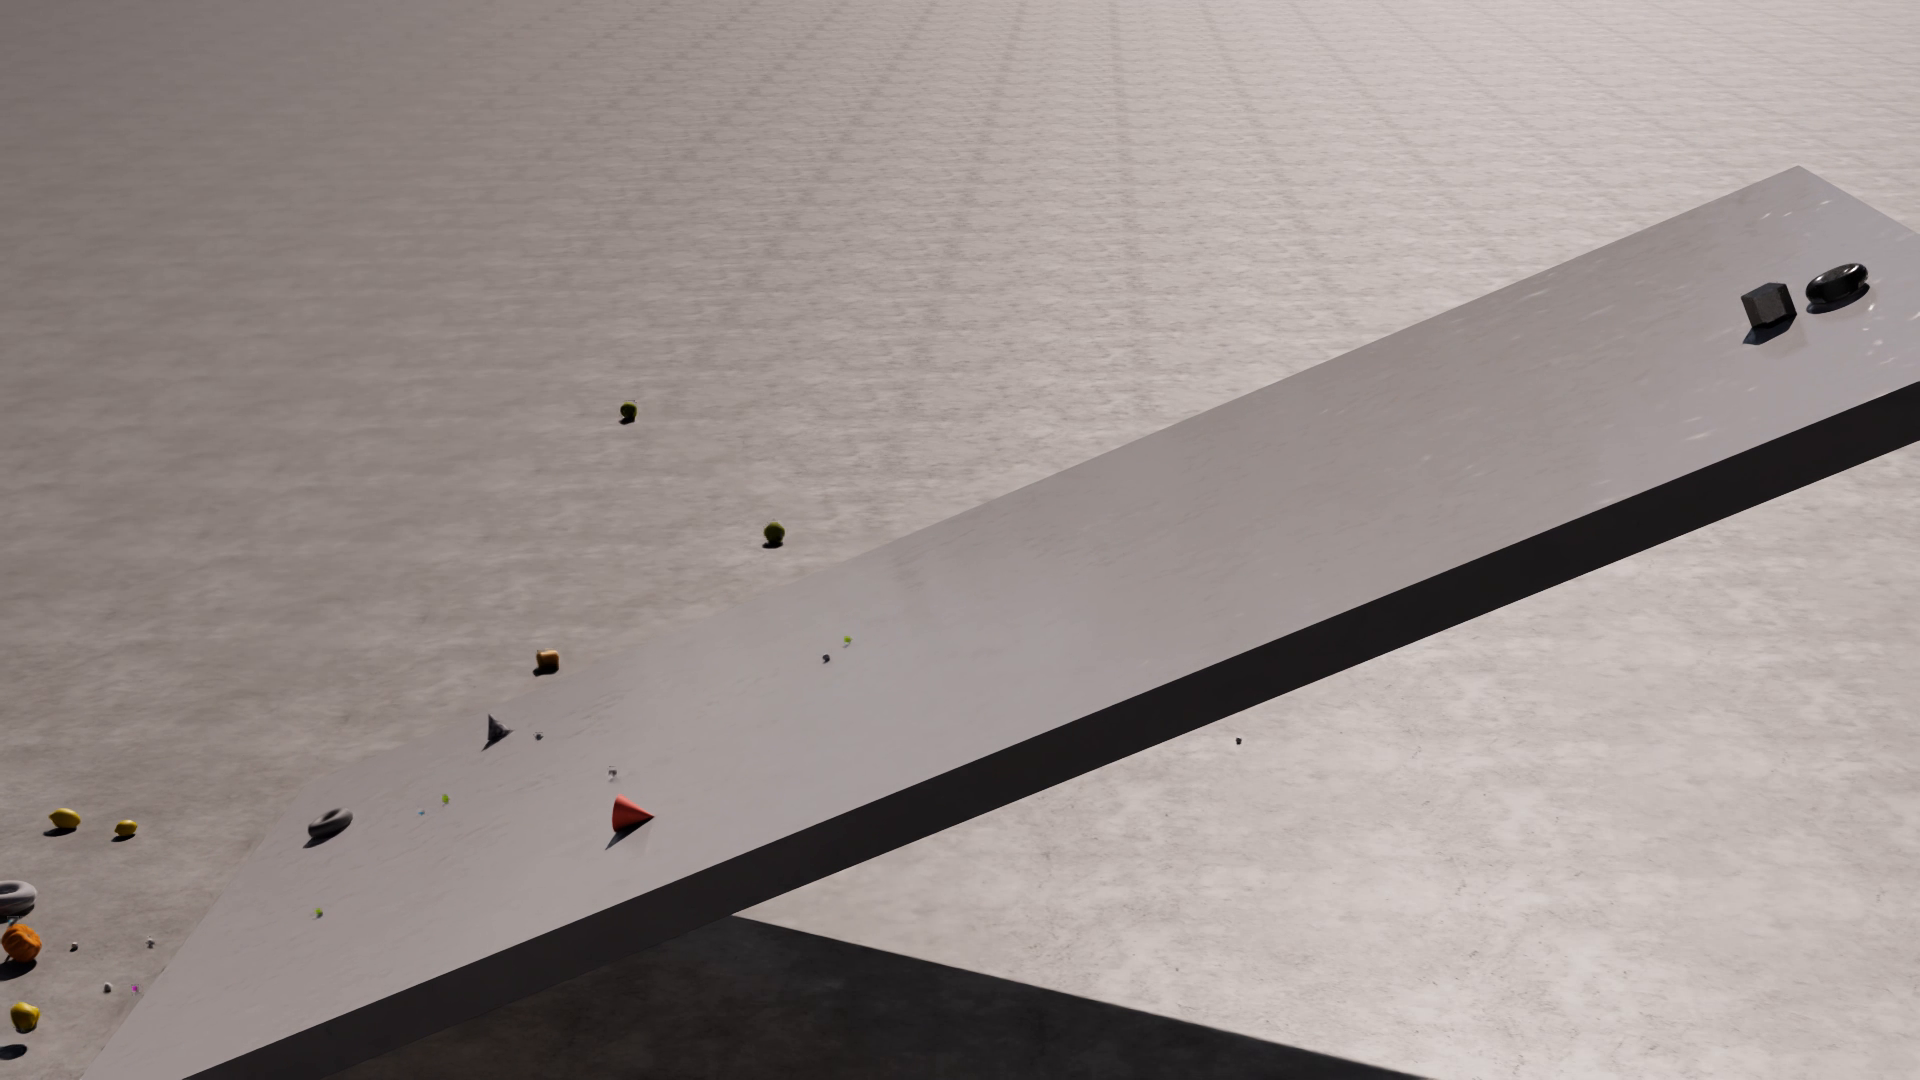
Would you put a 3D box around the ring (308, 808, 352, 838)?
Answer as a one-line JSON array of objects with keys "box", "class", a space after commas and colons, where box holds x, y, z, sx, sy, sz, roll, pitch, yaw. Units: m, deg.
[{"box": [-1.483, 0.667, 6.928, 0.109, 0.036, 0.109, -23, 14, 6], "class": "ring"}]

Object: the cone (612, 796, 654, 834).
[{"box": [-0.646, 0.548, 5.866, 0.077, 0.077, 0.077, 1, 15, 13], "class": "cone"}]

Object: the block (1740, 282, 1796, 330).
[{"box": [1.591, -0.461, 5.787, 0.066, 0.066, 0.066, -26, 13, -10], "class": "block"}]

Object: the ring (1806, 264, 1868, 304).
[{"box": [1.722, -0.503, 5.774, 0.126, 0.042, 0.126, -26, 10, 5], "class": "ring"}]

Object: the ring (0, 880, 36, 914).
[{"box": [-2.260, 0.847, 6.961, 0.145, 0.048, 0.145, -1, 14, 0], "class": "ring"}]

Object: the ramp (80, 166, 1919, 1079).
[{"box": [0.131, 0.171, 6.285, 4.000, 0.100, 2.000, -22, 13, 8], "class": "ramp"}]

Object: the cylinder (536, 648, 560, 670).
[{"box": [-1.232, 0.359, 8.793, 0.052, 0.052, 0.052, -22, 23, -24], "class": "cylinder"}]

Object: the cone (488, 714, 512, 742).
[{"box": [-1.124, 0.447, 7.099, 0.063, 0.063, 0.063, -23, 13, 5], "class": "cone"}]
